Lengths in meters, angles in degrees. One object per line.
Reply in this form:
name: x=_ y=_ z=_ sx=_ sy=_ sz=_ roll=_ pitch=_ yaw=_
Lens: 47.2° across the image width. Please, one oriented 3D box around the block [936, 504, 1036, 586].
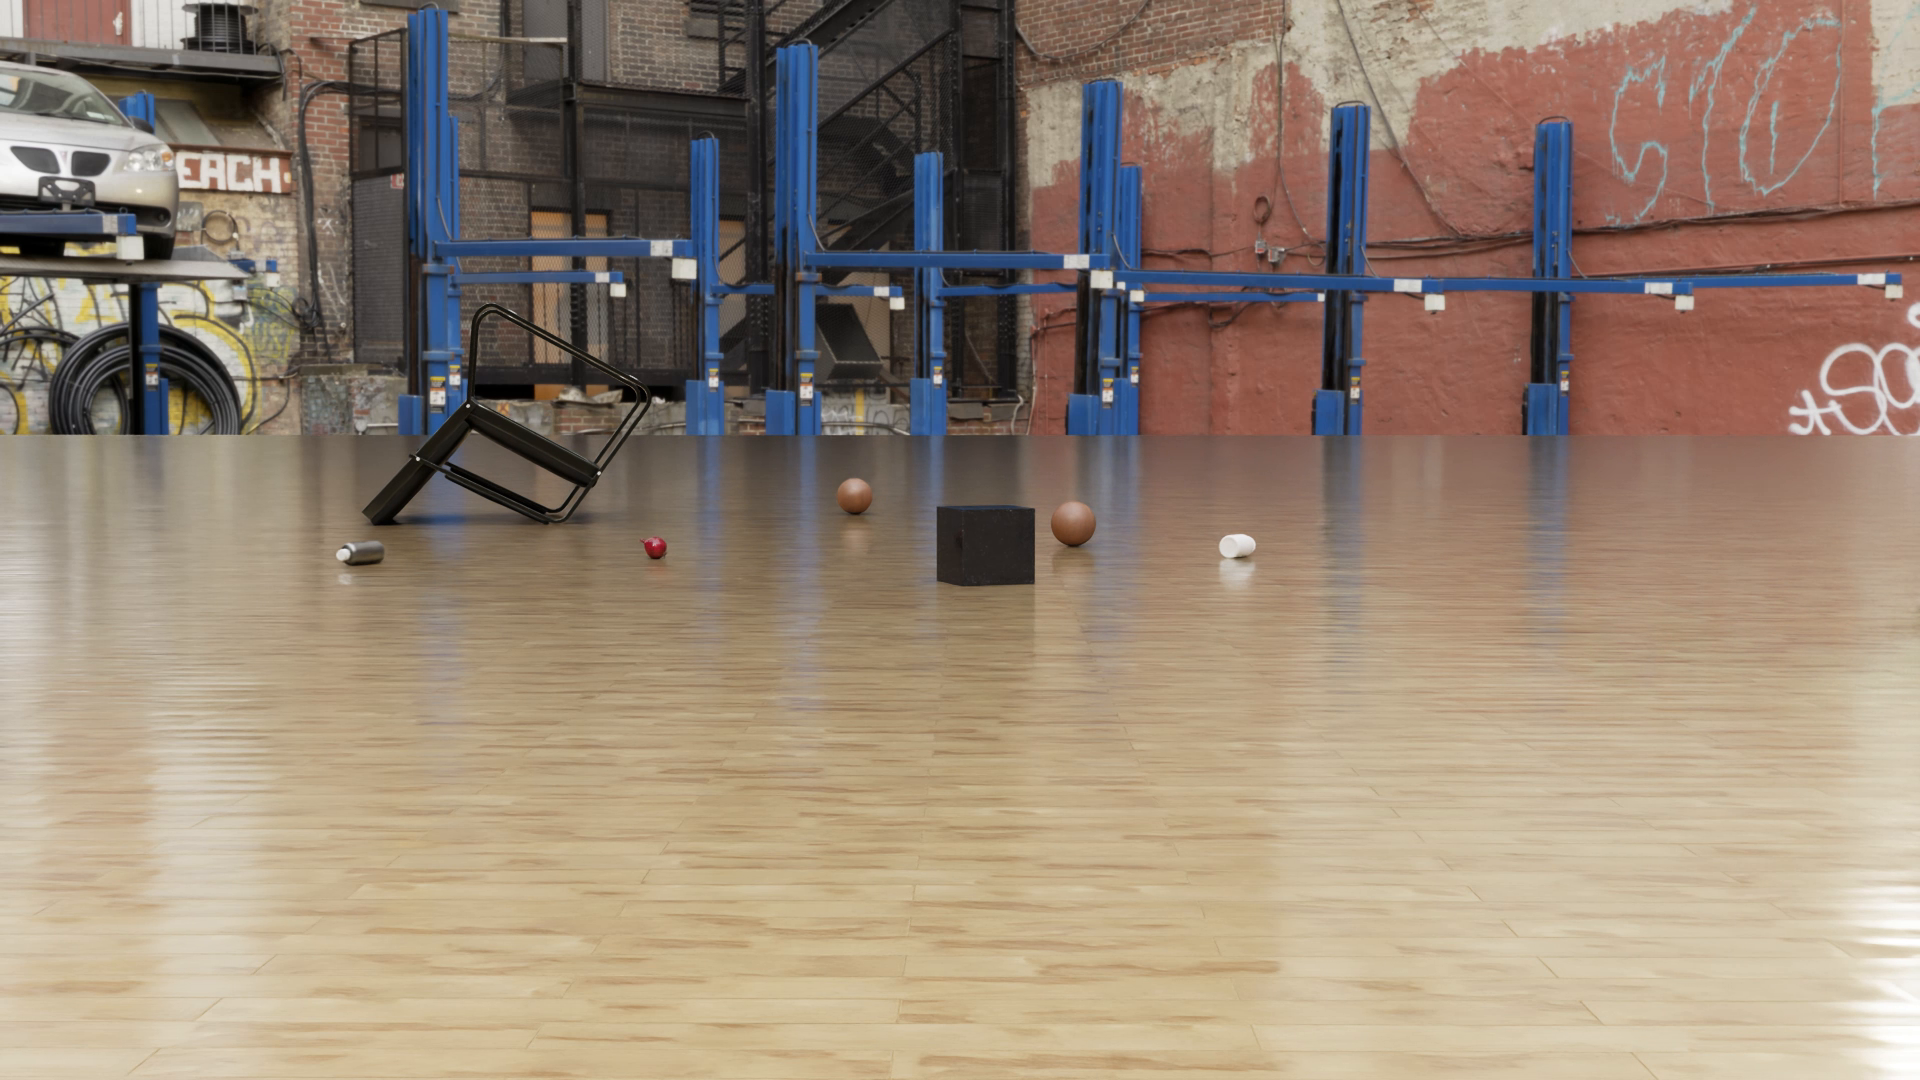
block: x=0.059 y=0.011 z=5.106 sx=0.180 sy=0.175 sz=0.160 roll=-2 pitch=4 yaw=-22
